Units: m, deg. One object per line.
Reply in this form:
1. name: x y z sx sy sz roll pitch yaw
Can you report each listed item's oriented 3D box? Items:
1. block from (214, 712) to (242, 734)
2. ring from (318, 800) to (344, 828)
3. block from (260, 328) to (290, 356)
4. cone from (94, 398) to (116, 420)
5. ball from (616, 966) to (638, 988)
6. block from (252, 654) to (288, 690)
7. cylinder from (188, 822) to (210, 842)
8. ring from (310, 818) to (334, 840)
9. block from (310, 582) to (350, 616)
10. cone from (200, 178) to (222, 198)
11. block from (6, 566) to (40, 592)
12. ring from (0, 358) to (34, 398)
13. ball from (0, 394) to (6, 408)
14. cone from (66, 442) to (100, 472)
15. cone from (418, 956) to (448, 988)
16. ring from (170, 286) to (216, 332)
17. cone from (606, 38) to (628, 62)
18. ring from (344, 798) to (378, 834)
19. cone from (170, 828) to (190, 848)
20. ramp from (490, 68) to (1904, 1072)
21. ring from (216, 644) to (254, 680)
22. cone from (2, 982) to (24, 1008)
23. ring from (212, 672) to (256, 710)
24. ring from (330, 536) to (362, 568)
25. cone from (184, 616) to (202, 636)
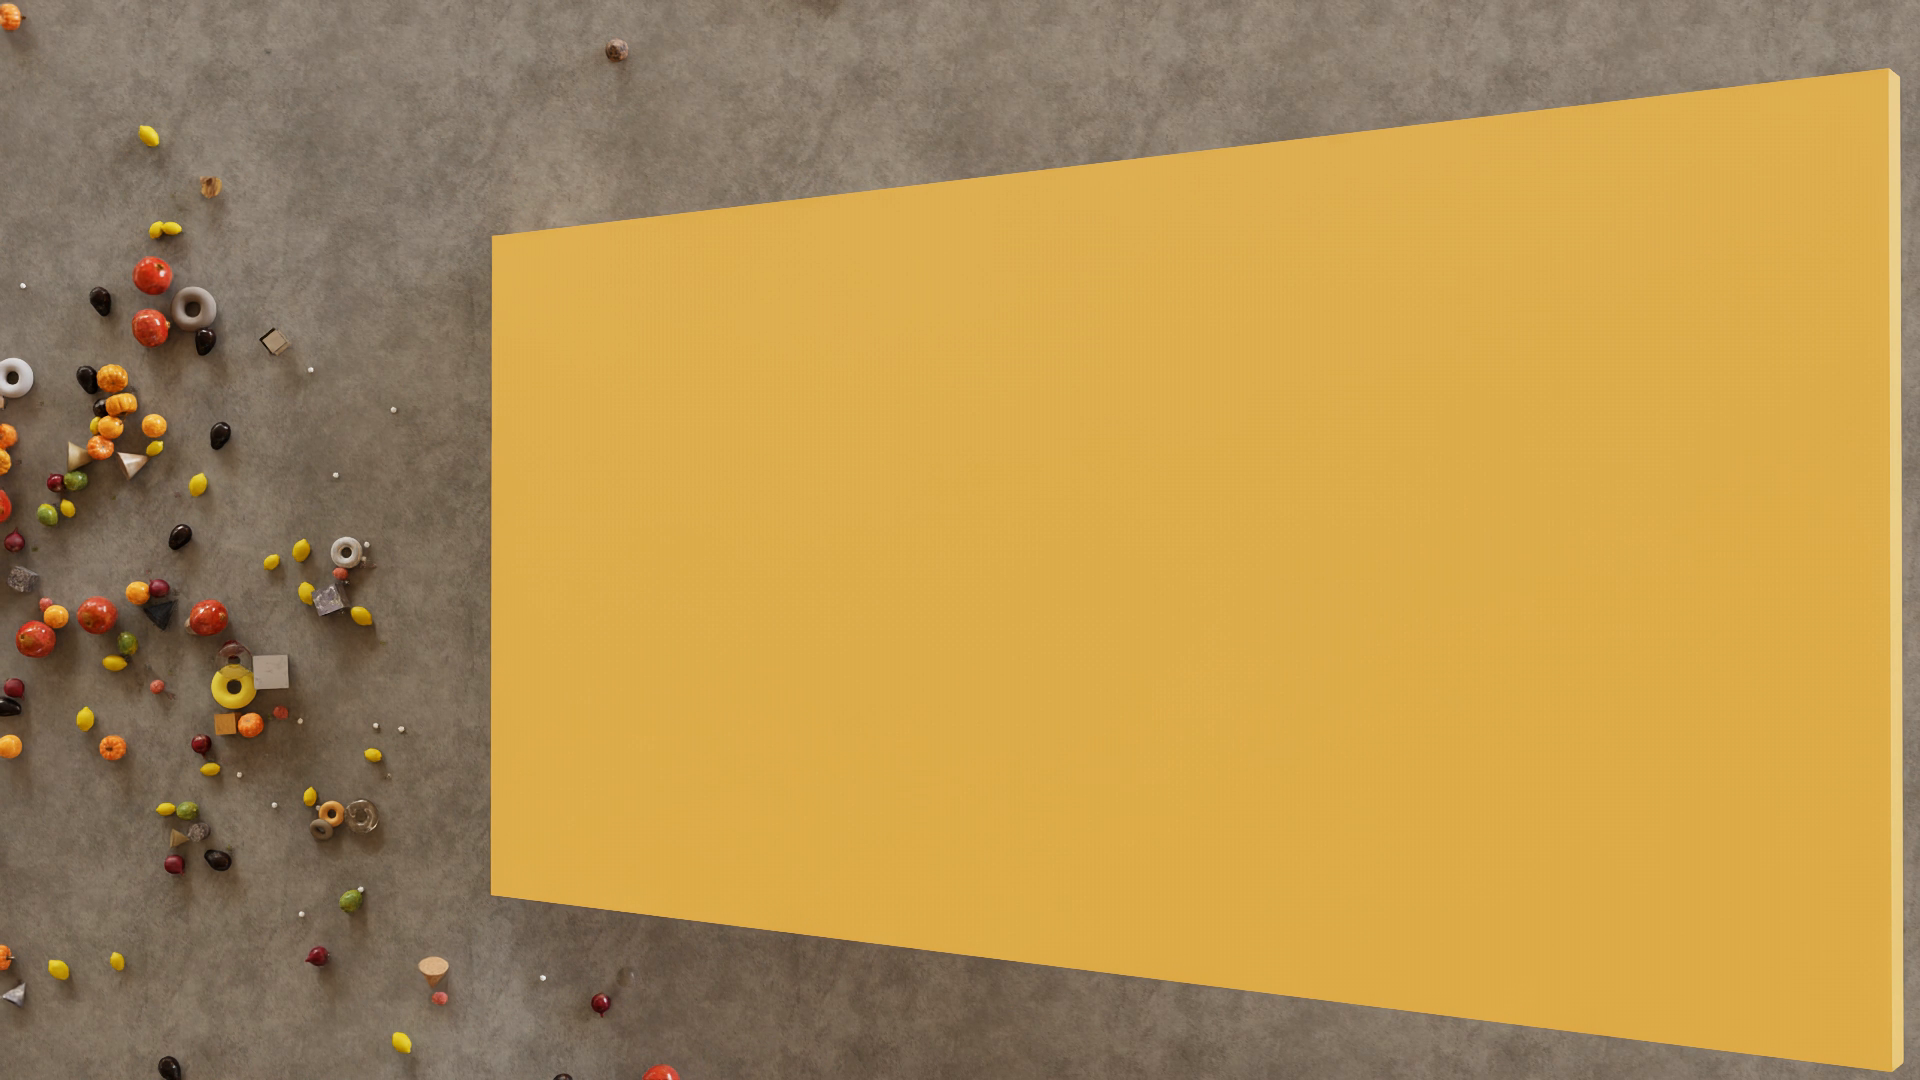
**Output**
1. block: -2.237 0.560 6.723 0.062 0.062 0.062 -5 90 0
2. ring: -1.924 0.840 6.739 0.081 0.027 0.081 0 91 0
3. block: -2.097 -0.608 6.734 0.058 0.058 0.058 -40 90 0
4. cone: -2.630 -0.404 6.727 0.070 0.070 0.070 0 90 0
5. ball: -1.017 1.336 6.716 0.065 0.065 0.065 0 90 0
6. block: -2.098 0.400 6.693 0.099 0.099 0.099 -2 90 -18
7. cylinder: -2.328 0.893 6.725 0.054 0.054 0.054 0 90 0
8. ring: -1.954 0.886 6.728 0.075 0.025 0.075 5 120 10
9. block: -1.923 0.181 6.718 0.078 0.078 0.078 -21 90 0
10. cone: -2.317 -1.098 6.752 0.070 0.070 0.070 37 90 27
11. block: -2.869 0.120 6.729 0.058 0.058 0.058 28 90 0
12. ring: -2.903 -0.497 6.742 0.124 0.041 0.124 0 90 1
13. ball: -2.953 -0.425 6.736 0.052 0.052 0.052 0 90 0
14. cone: -2.683 -0.255 6.739 0.096 0.096 0.096 0 89 -27
15. cone: -1.615 1.339 6.728 0.088 0.088 0.088 11 116 0
16. ring: -2.350 -0.707 6.741 0.142 0.047 0.142 0 91 0
17. cone: -1.057 -1.509 6.734 0.072 0.072 0.072 0 90 0
18. ring: -1.834 0.845 6.734 0.108 0.036 0.108 0 88 0
19. cone: -2.384 0.916 6.738 0.060 0.060 0.060 8 90 -26
20. ramp: 0.245 0.068 5.570 4.000 0.100 2.000 0 89 35
21. ring: -2.209 0.369 6.692 0.112 0.037 0.112 -2 98 -11
22. cone: -2.883 1.383 6.732 0.071 0.071 0.071 26 63 0
23. ring: -2.222 0.449 6.732 0.138 0.046 0.138 0 89 -4
24. ring: -1.880 0.039 6.742 0.098 0.033 0.098 0 88 0
25. cone: -2.355 0.264 6.728 0.058 0.058 0.058 0 90 0
